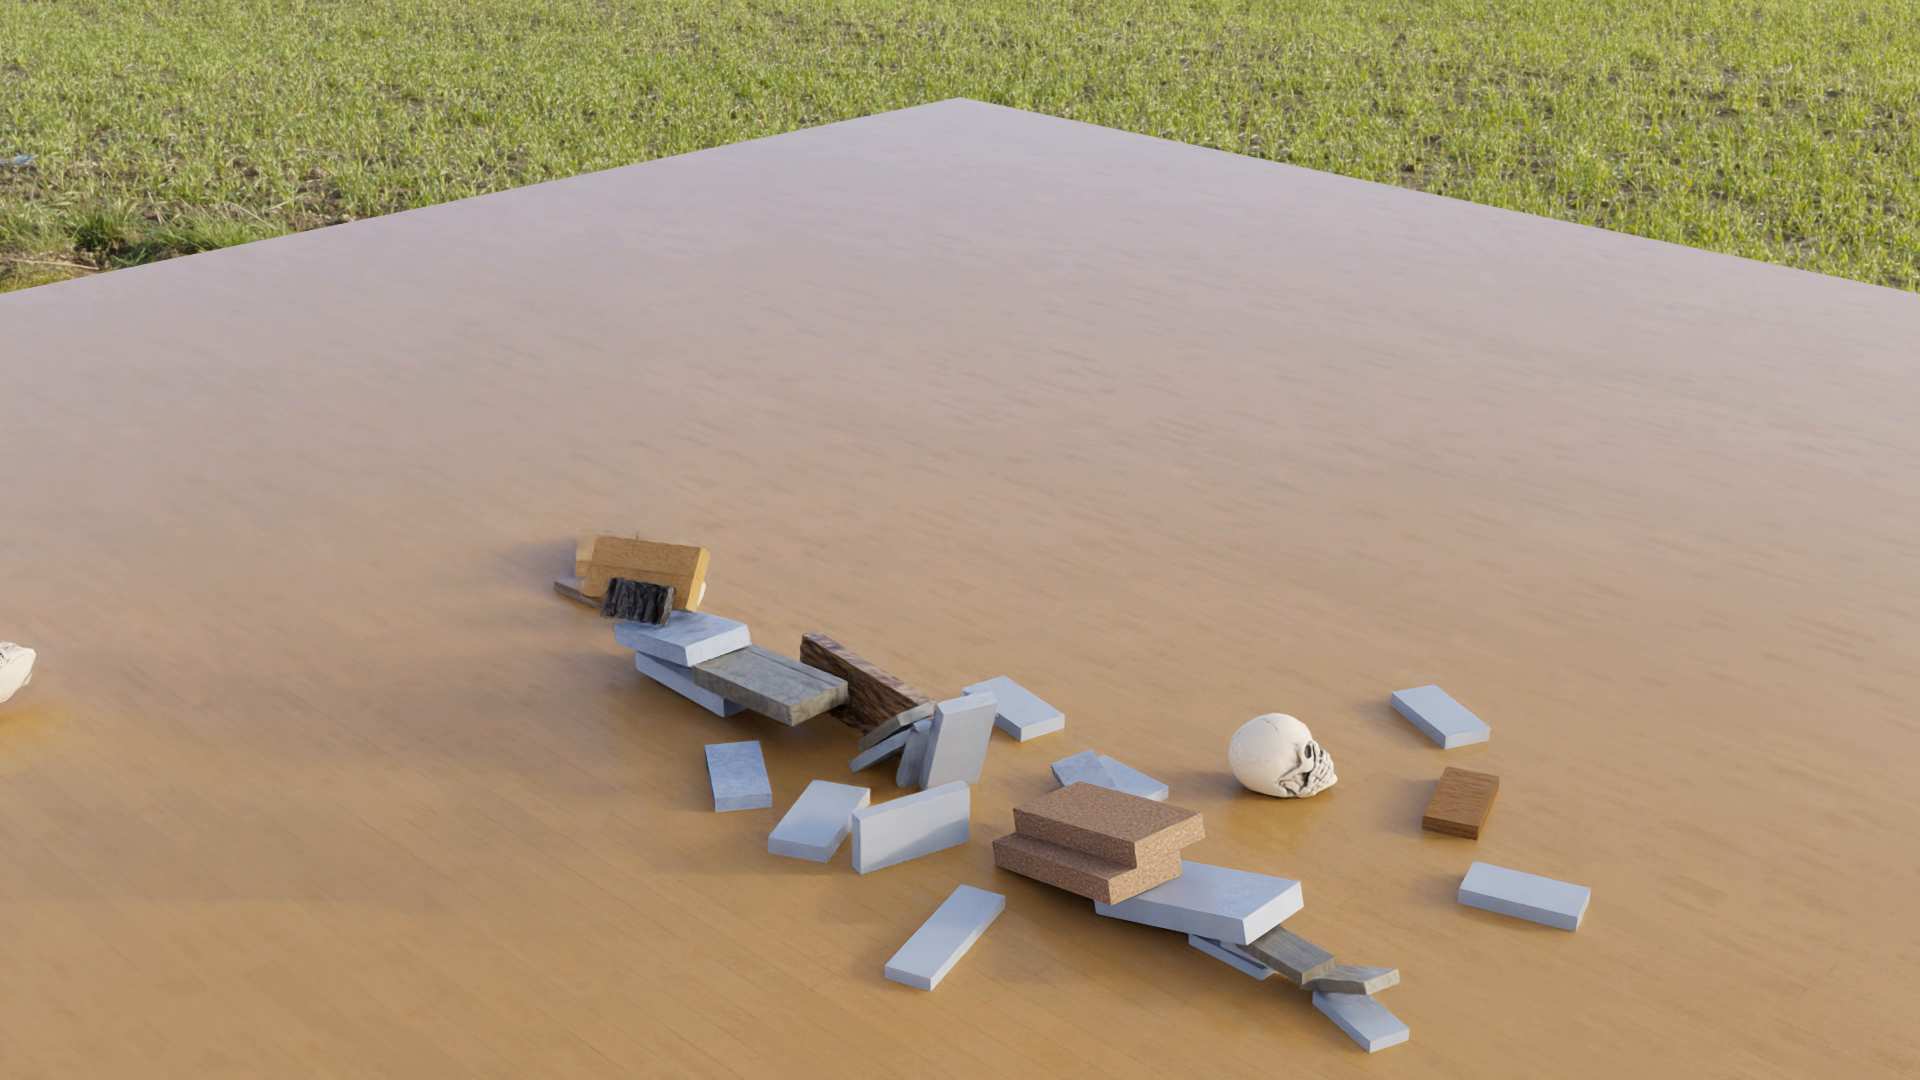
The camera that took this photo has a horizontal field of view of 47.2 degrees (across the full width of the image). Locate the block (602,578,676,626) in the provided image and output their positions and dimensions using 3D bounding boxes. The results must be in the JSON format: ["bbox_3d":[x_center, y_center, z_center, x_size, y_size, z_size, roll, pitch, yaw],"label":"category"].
[{"bbox_3d":[-0.733,0.141,5.008,0.172,0.086,0.024,8,-9,30],"label":"block"}]

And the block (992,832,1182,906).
[{"bbox_3d":[0.238,0.603,4.175,0.175,0.049,0.349,-17,15,-34],"label":"block"}]

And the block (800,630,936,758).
[{"bbox_3d":[-0.200,0.344,4.759,0.041,0.146,0.455,-12,25,-37],"label":"block"}]

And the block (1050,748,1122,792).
[{"bbox_3d":[0.263,0.502,4.497,0.092,0.026,0.184,-19,32,-11],"label":"block"}]

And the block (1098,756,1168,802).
[{"bbox_3d":[0.331,0.502,4.543,0.092,0.026,0.184,-20,30,-38],"label":"block"}]

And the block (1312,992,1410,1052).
[{"bbox_3d":[0.691,0.821,3.796,0.082,0.023,0.164,-11,26,-25],"label":"block"}]

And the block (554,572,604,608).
[{"bbox_3d":[-0.915,0.122,5.442,0.172,0.024,0.086,19,29,37],"label":"block"}]

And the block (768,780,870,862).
[{"bbox_3d":[-0.280,0.560,4.397,0.122,0.035,0.245,7,24,17],"label":"block"}]

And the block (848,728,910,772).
[{"bbox_3d":[-0.148,0.432,4.568,0.092,0.026,0.184,-19,-10,-38],"label":"block"}]

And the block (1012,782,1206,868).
[{"bbox_3d":[0.281,0.540,4.202,0.175,0.049,0.349,-17,15,-36],"label":"block"}]

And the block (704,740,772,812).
[{"bbox_3d":[-0.462,0.489,4.567,0.115,0.033,0.230,-4,23,-10],"label":"block"}]

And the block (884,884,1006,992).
[{"bbox_3d":[-0.025,0.724,4.021,0.092,0.026,0.304,11,25,24],"label":"block"}]

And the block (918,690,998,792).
[{"bbox_3d":[-0.005,0.414,4.478,0.122,0.245,0.035,-11,47,-24],"label":"block"}]

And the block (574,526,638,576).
[{"bbox_3d":[-0.899,0.026,5.606,0.146,0.041,0.292,-3,17,-6],"label":"block"}]

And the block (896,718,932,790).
[{"bbox_3d":[-0.070,0.433,4.513,0.092,0.184,0.026,-13,50,-28],"label":"block"}]

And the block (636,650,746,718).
[{"bbox_3d":[-0.565,0.296,4.937,0.163,0.046,0.327,-22,31,-38],"label":"block"}]

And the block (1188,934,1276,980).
[{"bbox_3d":[0.506,0.739,3.989,0.167,0.024,0.084,21,31,41],"label":"block"}]

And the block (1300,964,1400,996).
[{"bbox_3d":[0.677,0.766,3.830,0.082,0.023,0.164,-11,0,-35],"label":"block"}]

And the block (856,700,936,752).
[{"bbox_3d":[-0.131,0.385,4.515,0.092,0.026,0.184,-20,-11,-36],"label":"block"}]

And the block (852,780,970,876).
[{"bbox_3d":[-0.095,0.559,4.285,0.245,0.122,0.035,-13,27,-28],"label":"block"}]

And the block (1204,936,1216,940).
[{"bbox_3d":[0.432,0.693,4.048,0.084,0.024,0.167,-21,17,-40],"label":"block"}]

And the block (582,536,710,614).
[{"bbox_3d":[-0.727,0.079,5.083,0.292,0.146,0.041,6,-15,27],"label":"block"}]

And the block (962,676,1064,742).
[{"bbox_3d":[0.115,0.370,4.847,0.115,0.033,0.230,-15,27,-31],"label":"block"}]

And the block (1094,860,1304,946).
[{"bbox_3d":[0.434,0.657,4.037,0.349,0.049,0.175,3,19,44],"label":"block"}]

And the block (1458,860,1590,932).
[{"bbox_3d":[1.062,0.670,4.142,0.221,0.031,0.111,11,25,24],"label":"block"}]

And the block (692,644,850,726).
[{"bbox_3d":[-0.412,0.309,4.763,0.327,0.046,0.163,18,29,42],"label":"block"}]

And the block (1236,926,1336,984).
[{"bbox_3d":[0.573,0.727,3.883,0.082,0.023,0.164,-17,26,-34],"label":"block"}]

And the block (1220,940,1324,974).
[{"bbox_3d":[0.559,0.730,3.940,0.167,0.024,0.084,18,29,41],"label":"block"}]

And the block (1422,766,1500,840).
[{"bbox_3d":[1.018,0.533,4.465,0.111,0.031,0.221,10,25,21],"label":"block"}]

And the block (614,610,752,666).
[{"bbox_3d":[-0.629,0.214,4.971,0.163,0.046,0.327,-19,18,-33],"label":"block"}]

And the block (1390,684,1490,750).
[{"bbox_3d":[1.049,0.385,4.812,0.111,0.031,0.221,-9,24,-19],"label":"block"}]
